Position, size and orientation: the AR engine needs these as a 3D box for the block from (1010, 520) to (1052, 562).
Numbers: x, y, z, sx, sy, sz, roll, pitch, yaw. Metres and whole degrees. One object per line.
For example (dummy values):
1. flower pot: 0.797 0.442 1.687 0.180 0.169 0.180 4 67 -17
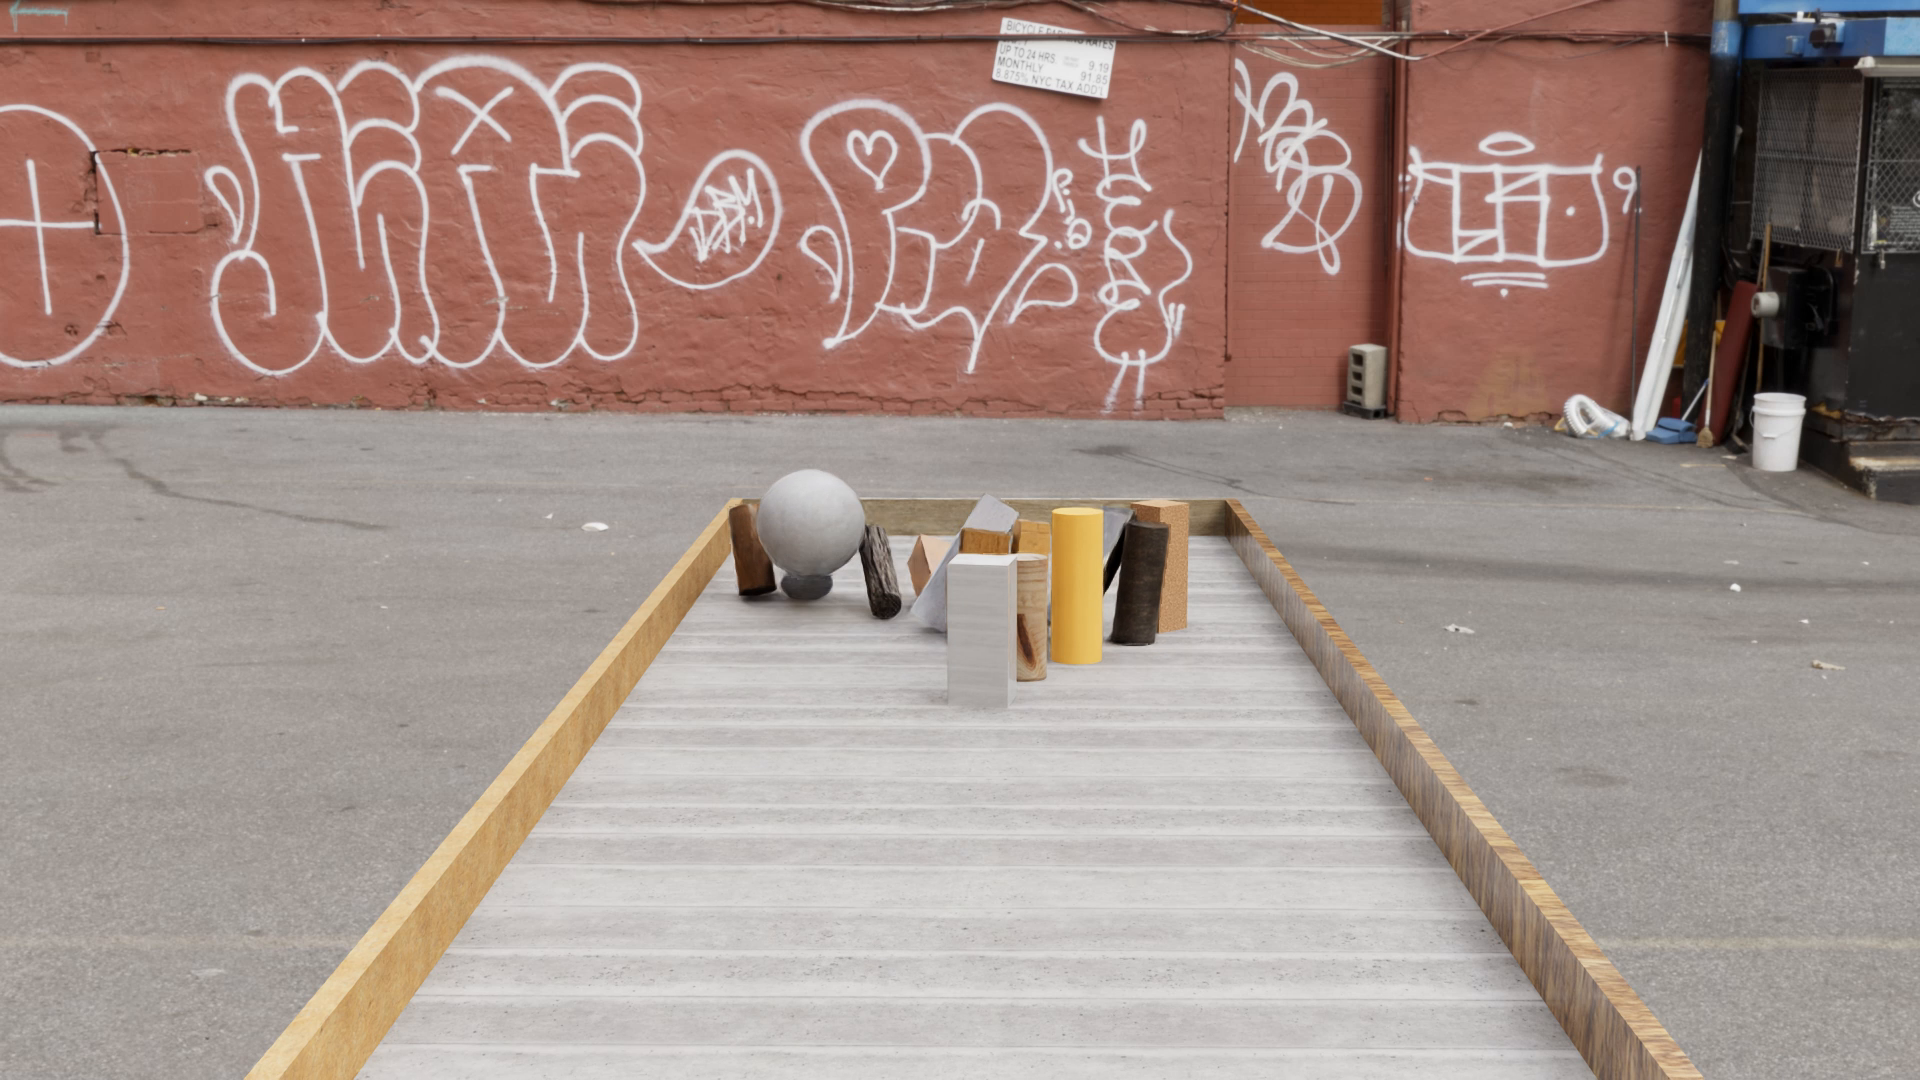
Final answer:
1. block: 0.215 0.125 6.993 0.102 0.368 0.102 5 4 -12

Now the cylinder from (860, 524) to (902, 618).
1. cylinder: -0.276 0.105 7.492 0.105 0.105 0.418 -1 33 -9

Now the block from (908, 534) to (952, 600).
1. block: -0.083 0.115 7.490 0.122 0.122 0.307 16 23 -16

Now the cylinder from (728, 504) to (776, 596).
1. cylinder: -0.732 0.035 7.739 0.132 0.300 0.132 -8 -11 -2

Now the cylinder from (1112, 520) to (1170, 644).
1. cylinder: 0.570 0.133 6.944 0.138 0.371 0.138 7 8 -1

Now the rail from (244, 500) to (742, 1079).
1. rail: -1.004 0.839 3.234 0.050 0.150 12.000 0 9 1

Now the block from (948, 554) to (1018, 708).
1. block: 0.063 0.252 6.140 0.169 0.400 0.169 2 9 10

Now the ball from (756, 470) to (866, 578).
1. ball: -0.504 -0.055 7.433 0.367 0.367 0.367 0 9 0

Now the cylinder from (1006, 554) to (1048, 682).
1. cylinder: 0.190 0.226 6.438 0.131 0.358 0.131 0 9 0

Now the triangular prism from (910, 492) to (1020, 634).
1. triangular prism: 0.016 0.072 7.139 0.134 0.457 0.116 32 2 -1

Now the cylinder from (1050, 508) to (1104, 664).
1. cylinder: 0.356 0.138 6.680 0.157 0.456 0.157 0 9 0

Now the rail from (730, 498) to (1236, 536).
1. rail: 0.099 -0.098 9.147 2.100 0.150 0.050 0 9 1

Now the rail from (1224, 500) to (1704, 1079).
1. rail: 1.046 0.843 3.208 0.050 0.150 12.000 0 9 1

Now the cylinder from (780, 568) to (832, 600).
1. cylinder: -0.540 0.025 7.721 0.179 0.179 0.338 -1 49 -5

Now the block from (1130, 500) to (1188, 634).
1. block: 0.647 0.084 7.162 0.134 0.412 0.134 -8 12 -40

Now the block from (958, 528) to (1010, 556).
1. block: 0.061 0.137 7.007 0.145 0.330 0.145 7 4 -4

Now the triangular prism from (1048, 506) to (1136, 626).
1. triangular prism: 0.408 0.093 6.986 0.123 0.433 0.142 22 -19 22
